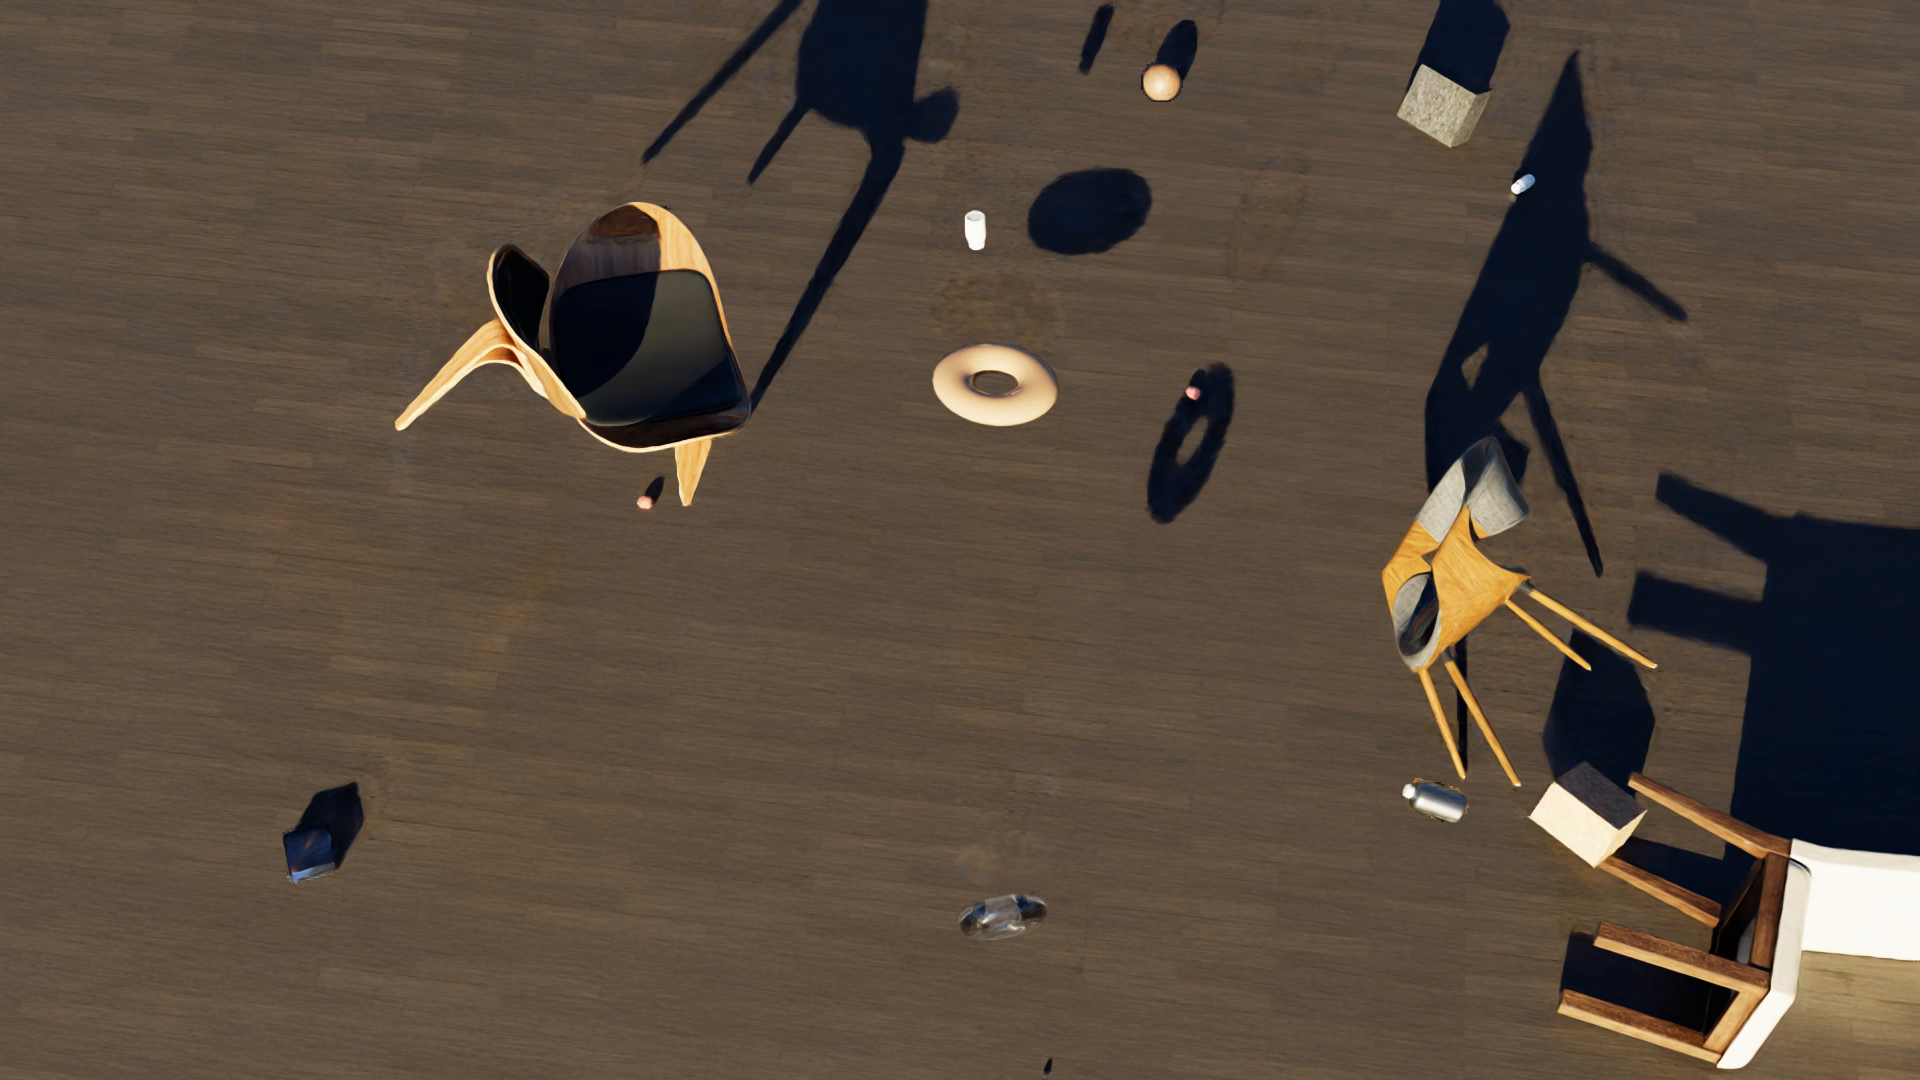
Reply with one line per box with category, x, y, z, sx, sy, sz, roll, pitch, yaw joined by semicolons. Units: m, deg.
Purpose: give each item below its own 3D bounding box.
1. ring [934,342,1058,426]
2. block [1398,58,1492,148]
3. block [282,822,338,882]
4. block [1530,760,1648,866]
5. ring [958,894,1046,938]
ring;0.105;-0.462;6.463;0.386;0.074;0.305;18;56;21
block;1.636;-1.475;7.419;0.220;0.197;0.142;37;36;22
block;-1.765;0.849;5.972;0.120;0.054;0.124;-15;58;-10
block;1.700;0.738;5.943;0.211;0.132;0.203;39;33;25
ring;0.101;0.888;5.187;0.213;0.225;0.064;-12;68;1
